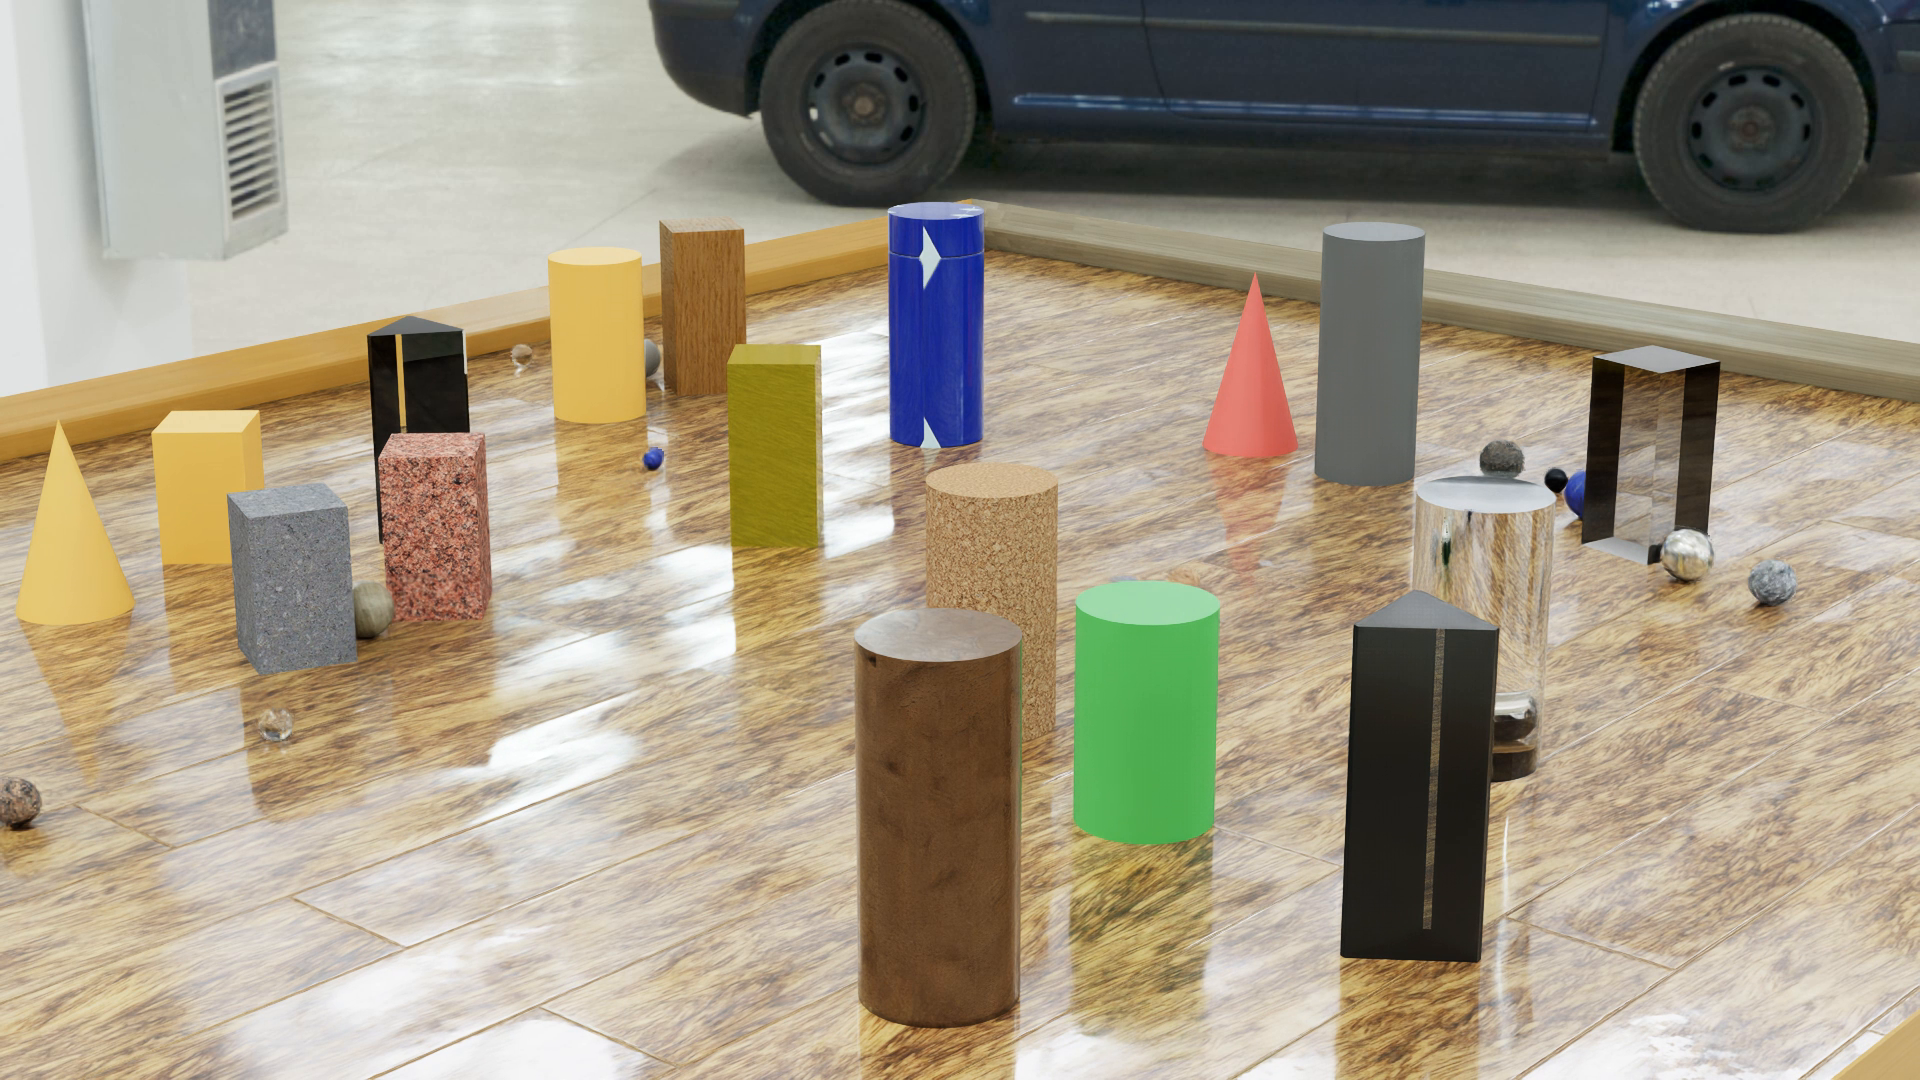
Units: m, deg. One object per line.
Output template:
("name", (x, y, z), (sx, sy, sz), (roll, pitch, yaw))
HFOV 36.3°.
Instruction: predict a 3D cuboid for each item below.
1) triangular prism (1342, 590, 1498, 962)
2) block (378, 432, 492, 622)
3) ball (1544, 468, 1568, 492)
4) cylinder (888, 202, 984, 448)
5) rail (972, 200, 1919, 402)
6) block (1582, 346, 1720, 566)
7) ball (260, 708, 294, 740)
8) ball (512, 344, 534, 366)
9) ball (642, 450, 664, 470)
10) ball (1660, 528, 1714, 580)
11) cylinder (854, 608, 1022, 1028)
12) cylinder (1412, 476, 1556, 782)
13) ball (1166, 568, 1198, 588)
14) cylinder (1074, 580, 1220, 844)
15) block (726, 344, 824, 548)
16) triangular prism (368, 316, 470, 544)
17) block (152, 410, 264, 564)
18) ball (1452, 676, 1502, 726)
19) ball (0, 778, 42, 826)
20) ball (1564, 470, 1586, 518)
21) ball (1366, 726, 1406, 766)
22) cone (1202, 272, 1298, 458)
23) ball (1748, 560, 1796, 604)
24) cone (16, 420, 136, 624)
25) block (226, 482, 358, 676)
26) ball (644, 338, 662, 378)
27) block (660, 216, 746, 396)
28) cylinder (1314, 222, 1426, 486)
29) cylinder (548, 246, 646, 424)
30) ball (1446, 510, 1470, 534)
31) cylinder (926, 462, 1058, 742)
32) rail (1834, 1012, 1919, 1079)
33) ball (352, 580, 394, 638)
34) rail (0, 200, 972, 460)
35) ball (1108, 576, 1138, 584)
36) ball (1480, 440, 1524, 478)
("triangular prism", (0.574, 0.296, 3.708), (0.173, 0.441, 0.150), (1, 17, 4))
("block", (-0.898, -0.024, 5.034), (0.160, 0.289, 0.160), (-1, 17, -3))
("ball", (1.173, -0.118, 5.769), (0.045, 0.045, 0.045), (0, 17, 0))
("cylinder", (-0.050, -0.449, 6.117), (0.200, 0.480, 0.200), (0, 17, 0))
("rail", (1.576, -0.491, 6.858), (4.132, 0.130, 0.045), (14, 22, 39))
("block", (1.261, -0.157, 5.359), (0.160, 0.357, 0.160), (-12, 20, -34))
("ball", (-1.035, 0.279, 4.443), (0.050, 0.050, 0.050), (0, 17, 0))
("ball", (-1.014, -0.427, 6.786), (0.051, 0.051, 0.051), (0, 17, 0))
("ball", (-0.621, -0.162, 5.923), (0.041, 0.041, 0.041), (0, 17, 0))
("ball", (1.292, 0.026, 5.209), (0.092, 0.092, 0.092), (0, 17, 0))
("cylinder", (-0.026, 0.334, 3.541), (0.200, 0.465, 0.200), (0, 17, 0))
("cylinder", (0.764, 0.130, 4.315), (0.200, 0.410, 0.200), (0, 17, 0))
("ball", (0.388, 0.076, 5.107), (0.057, 0.057, 0.057), (0, 17, 0))
("cylinder", (0.260, 0.240, 4.106), (0.200, 0.320, 0.200), (0, 17, 0))
("block", (-0.341, -0.176, 5.440), (0.160, 0.346, 0.160), (0, 17, 2))
("triangular prism", (-1.009, -0.209, 5.465), (0.173, 0.395, 0.150), (-4, 17, -15))
("block", (-1.368, -0.098, 5.355), (0.160, 0.245, 0.160), (-1, 17, -2))
("ball", (0.794, 0.247, 4.502), (0.077, 0.077, 0.077), (0, 17, 0))
("ball", (-1.324, 0.369, 4.117), (0.067, 0.067, 0.067), (0, 17, 0))
("ball", (1.200, -0.088, 5.584), (0.094, 0.094, 0.094), (0, 17, 0))
("ball", (0.631, 0.305, 4.341), (0.059, 0.059, 0.059), (0, 17, 0))
("cone", (0.606, -0.375, 6.063), (0.200, 0.368, 0.200), (0, 17, 0))
("ball", (1.406, 0.073, 5.077), (0.080, 0.080, 0.080), (0, 17, 0))
("cone", (-1.530, -0.045, 5.024), (0.200, 0.336, 0.200), (0, 17, 0))
("block", (-1.092, 0.061, 4.795), (0.160, 0.264, 0.160), (-8, 18, -24))
("ball", (-0.726, -0.413, 6.668), (0.092, 0.092, 0.092), (0, 17, 0))
("block", (-0.574, -0.524, 6.560), (0.160, 0.367, 0.160), (-5, 17, -15))
("cylinder", (0.814, -0.371, 5.834), (0.200, 0.493, 0.200), (0, 17, 0))
("cylinder", (-0.783, -0.444, 6.332), (0.200, 0.345, 0.200), (0, 17, 0))
("ball", (0.932, -0.033, 5.485), (0.046, 0.046, 0.046), (0, 17, 0))
("cylinder", (0.048, 0.094, 4.472), (0.200, 0.387, 0.200), (0, 17, 0))
("rail", (1.542, 0.419, 3.838), (0.045, 0.130, 4.856), (14, 22, 39))
("ball", (-0.995, 0.115, 4.908), (0.097, 0.097, 0.097), (0, 17, 0))
("rail", (-1.542, -0.353, 6.402), (0.045, 0.130, 4.856), (14, 22, 39))
("ball", (0.280, 0.099, 4.993), (0.078, 0.078, 0.078), (0, 17, 0))
("ball", (1.076, -0.156, 5.821), (0.089, 0.089, 0.089), (0, 17, 0))
